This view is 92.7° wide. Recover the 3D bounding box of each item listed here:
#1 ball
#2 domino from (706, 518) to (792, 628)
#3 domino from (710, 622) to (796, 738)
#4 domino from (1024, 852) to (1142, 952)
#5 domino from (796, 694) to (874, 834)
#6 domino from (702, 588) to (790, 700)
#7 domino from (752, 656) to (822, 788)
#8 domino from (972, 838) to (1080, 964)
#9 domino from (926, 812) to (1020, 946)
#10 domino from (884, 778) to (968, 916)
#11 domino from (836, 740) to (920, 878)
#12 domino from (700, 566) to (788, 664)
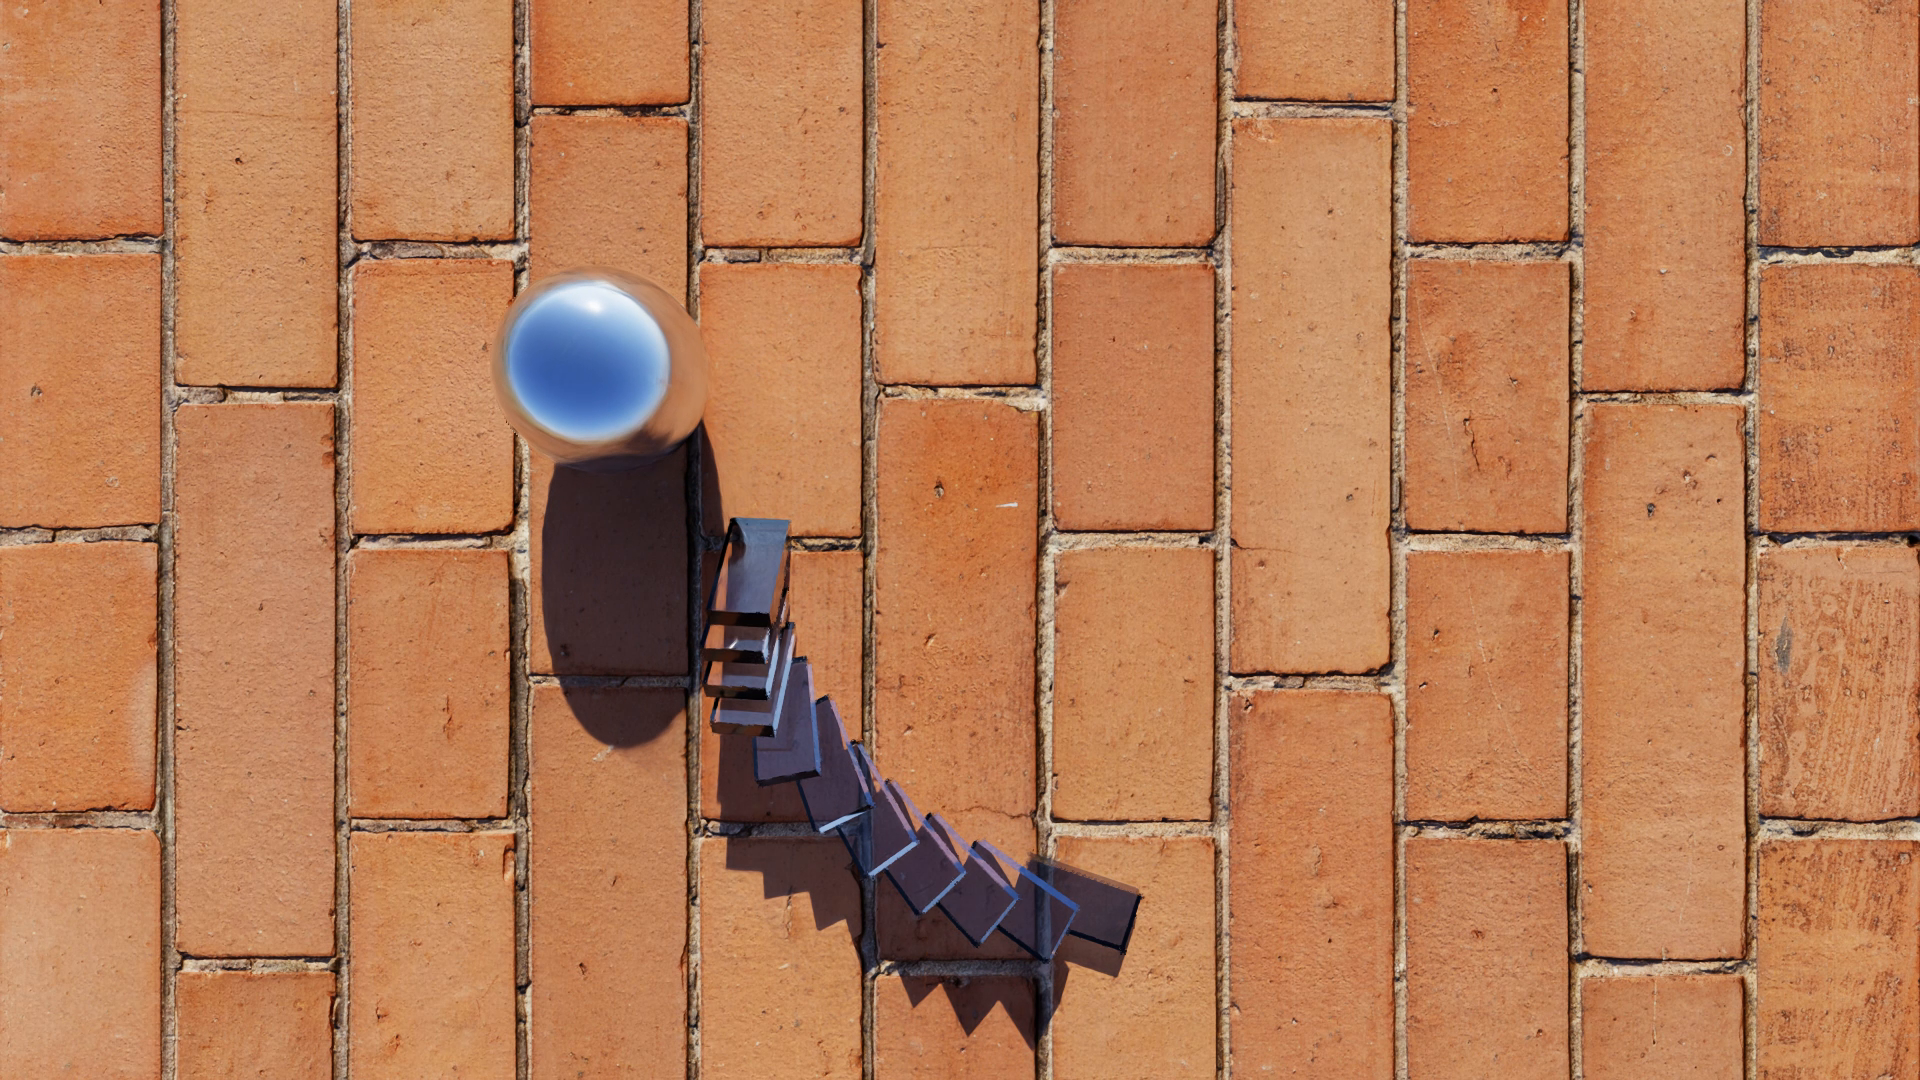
[{"bbox_3d":[-0.139,-0.066,0.360,0.080,0.080,0.080,0,90,0],"label":"ball"},{"bbox_3d":[-0.087,0.013,0.380,0.025,0.009,0.050,3,49,0],"label":"domino"},{"bbox_3d":[-0.085,0.056,0.380,0.025,0.009,0.050,4,49,1],"label":"domino"},{"bbox_3d":[0.050,0.156,0.395,0.050,0.009,0.025,18,90,0],"label":"domino"},{"bbox_3d":[-0.057,0.094,0.385,0.025,0.010,0.050,-26,65,0],"label":"domino"},{"bbox_3d":[-0.088,0.042,0.380,0.025,0.010,0.050,3,49,1],"label":"domino"},{"bbox_3d":[-0.073,0.075,0.383,0.025,0.010,0.050,-11,59,0],"label":"domino"},{"bbox_3d":[0.022,0.151,0.386,0.050,0.010,0.025,29,90,24],"label":"domino"},{"bbox_3d":[-0.002,0.142,0.385,0.050,0.010,0.025,39,90,24],"label":"domino"},{"bbox_3d":[-0.023,0.129,0.385,0.025,0.009,0.050,-44,66,0],"label":"domino"},{"bbox_3d":[-0.041,0.112,0.385,0.025,0.010,0.050,-36,65,0],"label":"domino"},{"bbox_3d":[-0.089,0.027,0.380,0.025,0.010,0.050,3,49,1],"label":"domino"}]
